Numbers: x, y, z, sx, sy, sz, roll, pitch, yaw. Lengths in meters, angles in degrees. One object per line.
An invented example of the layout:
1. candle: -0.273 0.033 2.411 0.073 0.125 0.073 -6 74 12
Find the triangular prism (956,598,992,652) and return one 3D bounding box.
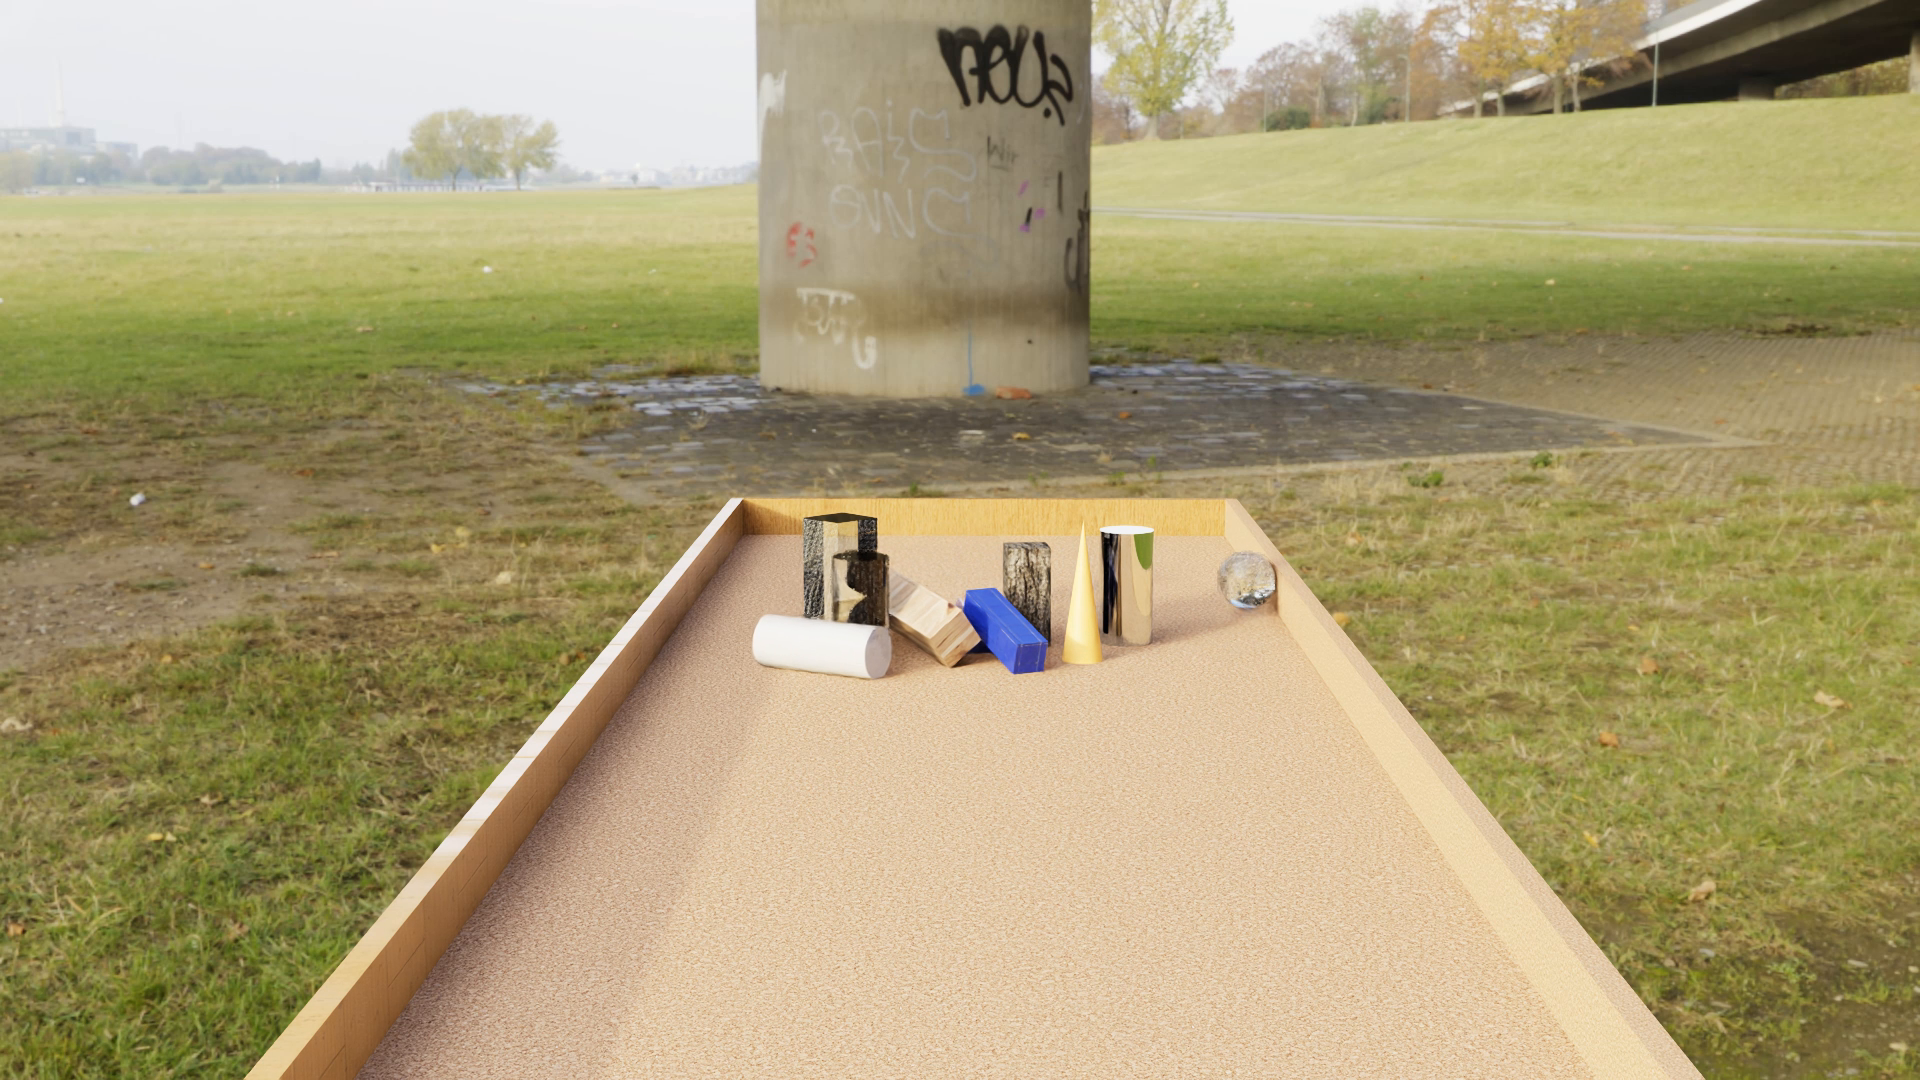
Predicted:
1. triangular prism: 0.022 0.268 6.996 0.110 0.096 0.423 -1 9 -7

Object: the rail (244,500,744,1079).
1. rail: -1.004 0.839 3.234 0.050 0.150 12.000 0 9 1

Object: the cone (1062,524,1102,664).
1. cone: 0.373 0.153 6.673 0.125 0.429 0.125 0 9 0

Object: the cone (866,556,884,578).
1. cone: -0.225 0.147 7.106 0.166 0.166 0.329 -6 40 -35

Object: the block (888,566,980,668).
1. block: -0.128 0.233 6.740 0.130 0.130 0.440 -42 34 -14

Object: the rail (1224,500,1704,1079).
1. rail: 1.046 0.843 3.208 0.050 0.150 12.000 0 9 1

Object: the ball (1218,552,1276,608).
1. ball: 0.981 0.138 7.519 0.193 0.193 0.193 0 9 0

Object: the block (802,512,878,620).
1. block: -0.377 0.125 6.958 0.167 0.395 0.167 -9 12 -43

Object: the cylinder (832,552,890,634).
1. cylinder: -0.301 0.207 6.677 0.173 0.320 0.173 0 9 0

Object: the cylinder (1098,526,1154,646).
1. cylinder: 0.525 0.145 6.951 0.172 0.358 0.172 0 9 0

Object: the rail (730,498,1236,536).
1. rail: 0.099 -0.098 9.147 2.100 0.150 0.050 0 9 1

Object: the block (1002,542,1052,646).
1. block: 0.210 0.171 6.933 0.137 0.312 0.137 -1 9 -5

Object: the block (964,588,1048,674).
1. block: 0.133 0.272 6.645 0.101 0.101 0.360 -4 27 -26

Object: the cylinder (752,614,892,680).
1. cylinder: -0.409 0.315 6.523 0.390 0.156 0.156 5 10 29
